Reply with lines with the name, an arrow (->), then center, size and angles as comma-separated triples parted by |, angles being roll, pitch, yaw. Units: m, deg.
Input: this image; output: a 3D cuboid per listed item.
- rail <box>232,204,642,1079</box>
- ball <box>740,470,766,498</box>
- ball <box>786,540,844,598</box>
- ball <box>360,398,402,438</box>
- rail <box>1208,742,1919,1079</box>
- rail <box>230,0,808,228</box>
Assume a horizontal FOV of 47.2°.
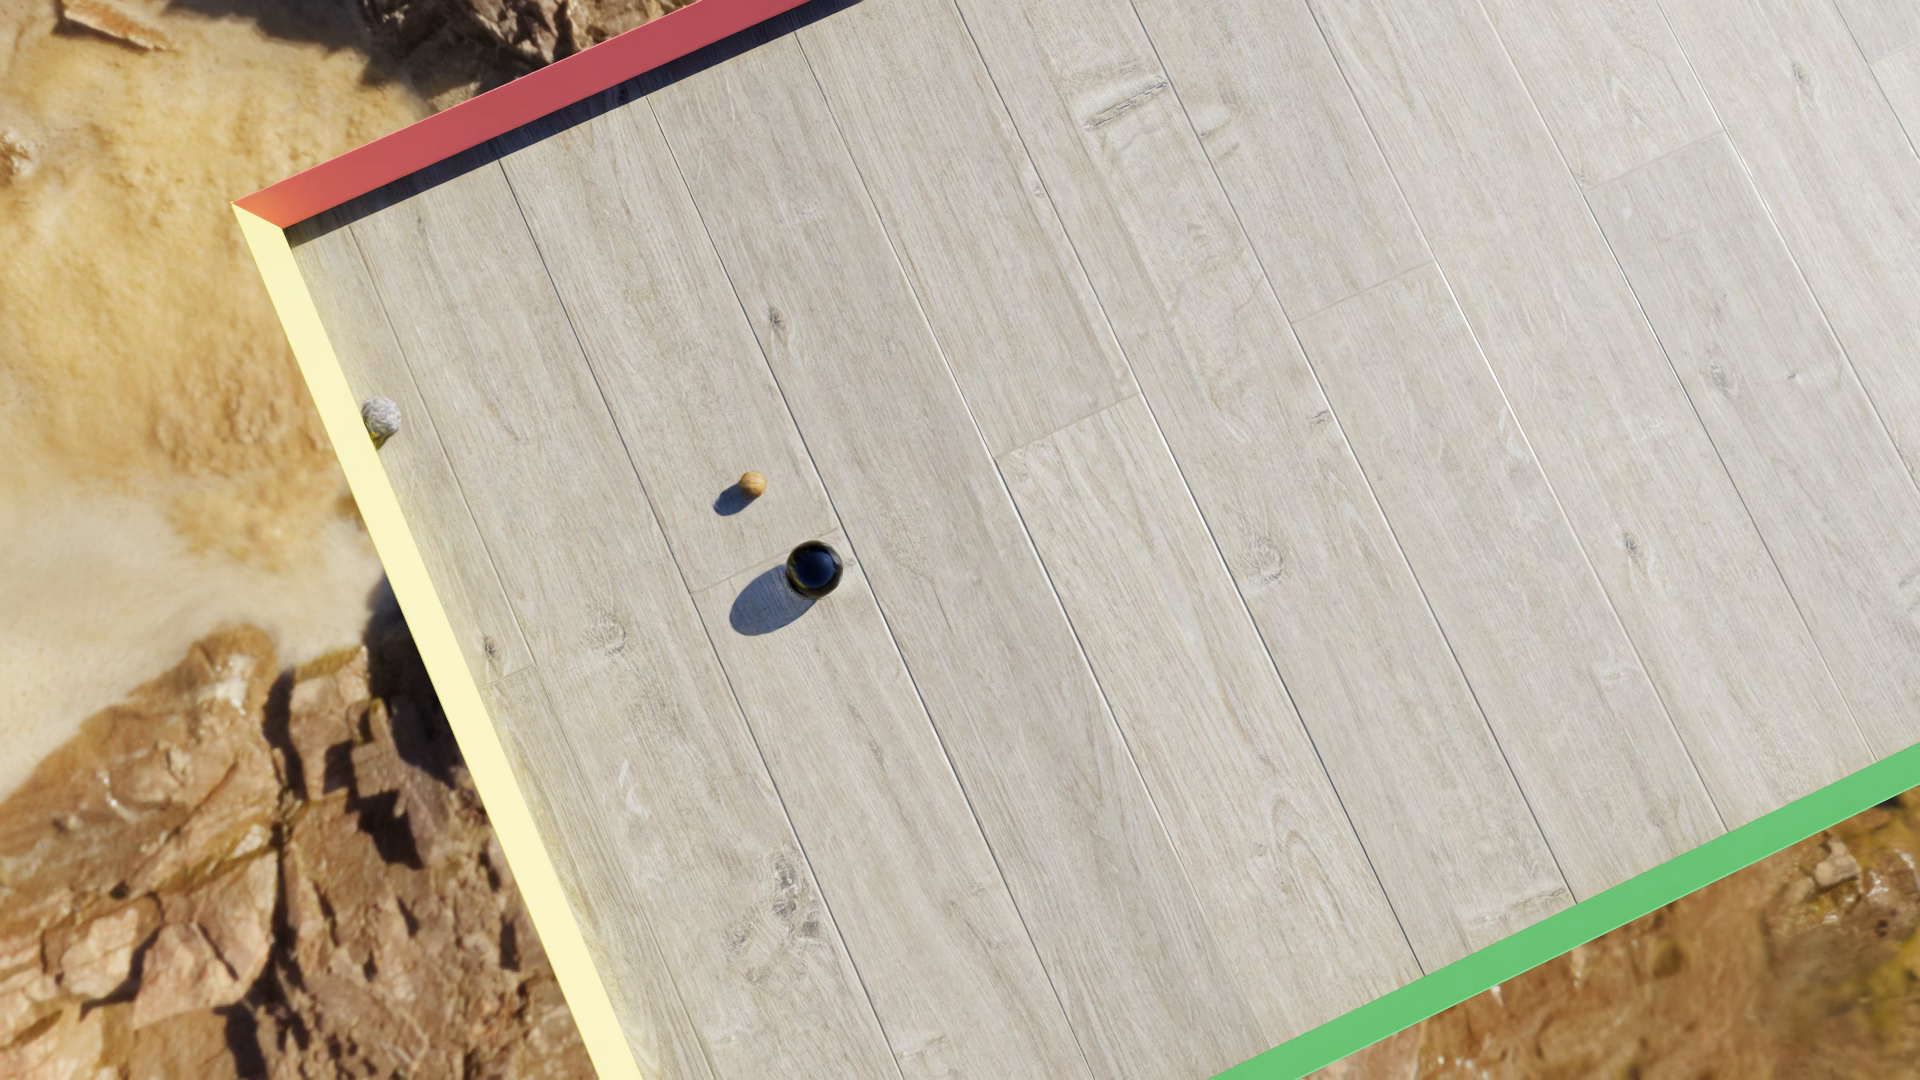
rail -> -0.690, 0.308, 3.203 | 0.045, 0.113, 1.806 | -24, 82, -4
ball -> -0.311, -0.083, 3.301 | 0.041, 0.041, 0.041 | 0, 81, 0
ball -> -0.216, 0.044, 3.258 | 0.087, 0.087, 0.087 | 0, 81, 0
ball -> -0.871, -0.183, 3.306 | 0.062, 0.062, 0.062 | 0, 81, 0
rail -> 1.078, 0.464, 3.178 | 3.131, 0.113, 0.045 | -24, 82, -4
rail -> 0.346, -1.116, 3.427 | 3.131, 0.113, 0.045 | -24, 82, -4
